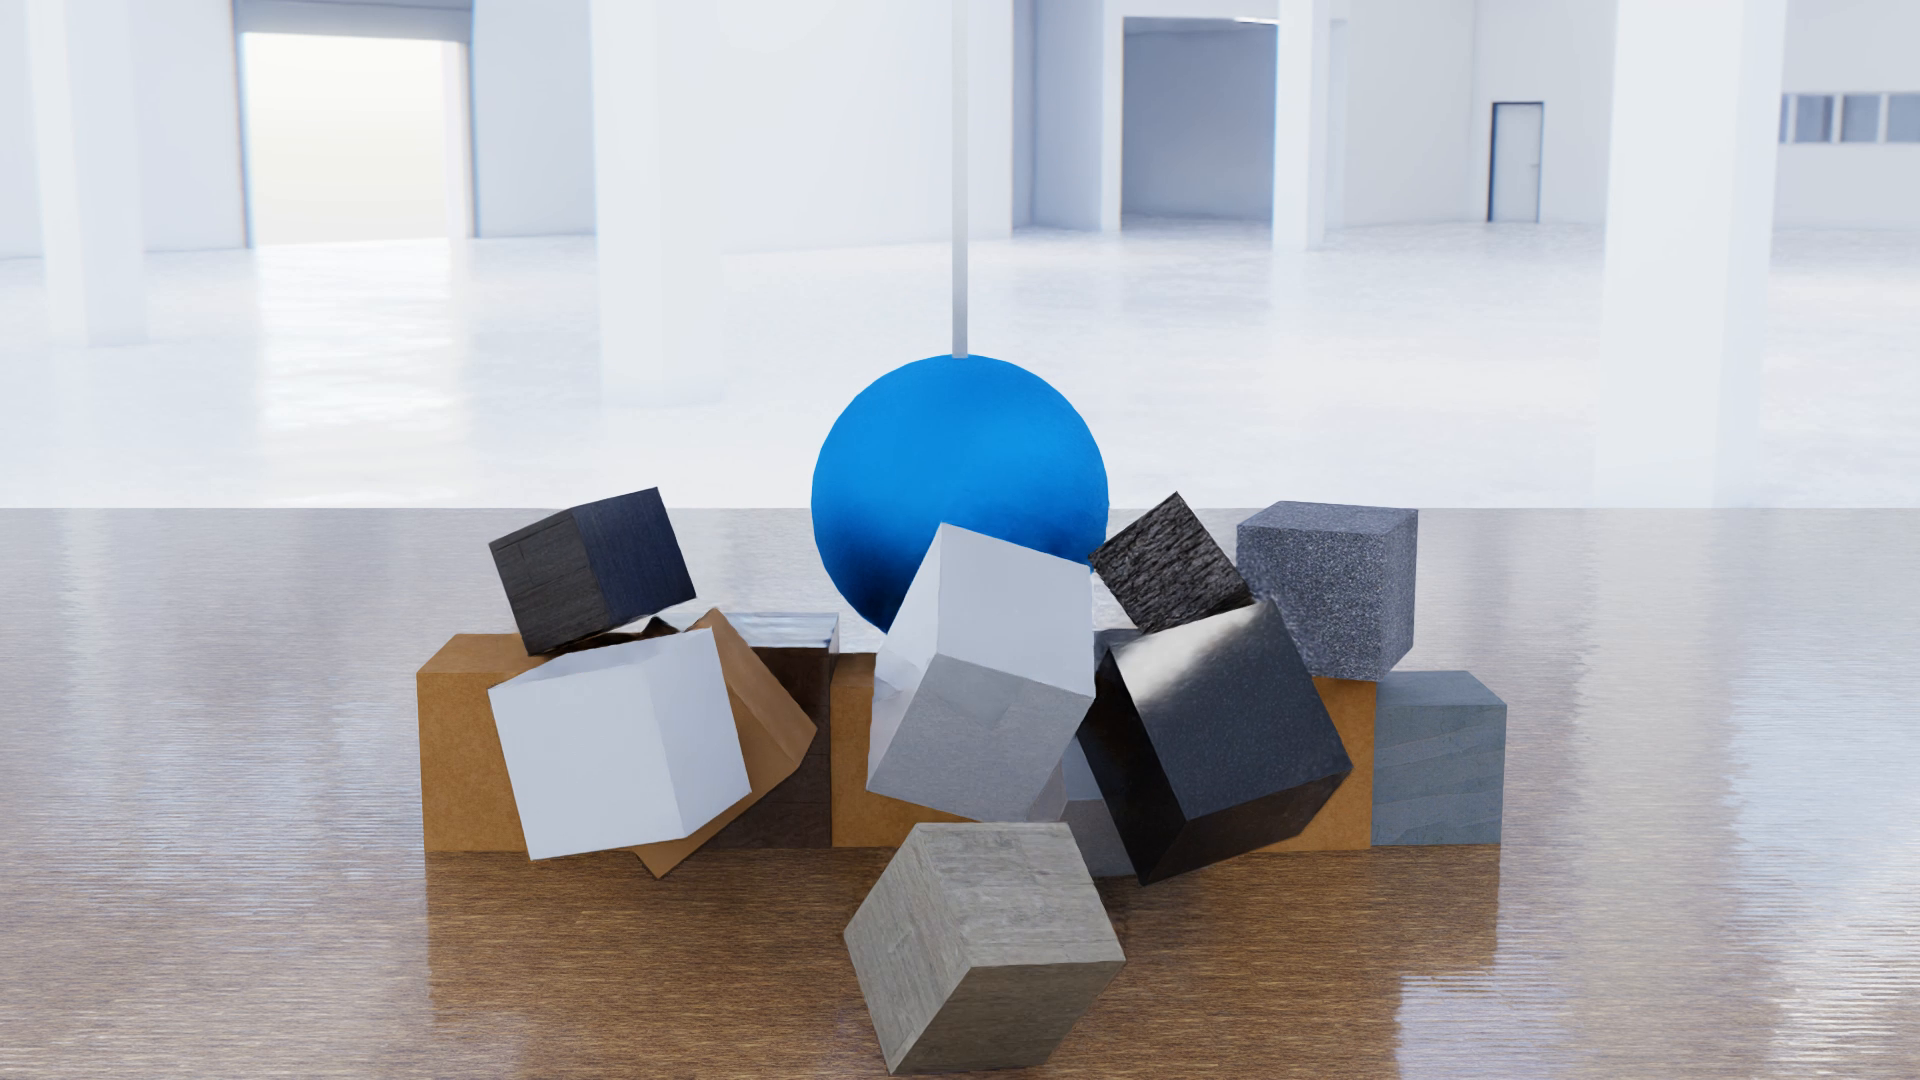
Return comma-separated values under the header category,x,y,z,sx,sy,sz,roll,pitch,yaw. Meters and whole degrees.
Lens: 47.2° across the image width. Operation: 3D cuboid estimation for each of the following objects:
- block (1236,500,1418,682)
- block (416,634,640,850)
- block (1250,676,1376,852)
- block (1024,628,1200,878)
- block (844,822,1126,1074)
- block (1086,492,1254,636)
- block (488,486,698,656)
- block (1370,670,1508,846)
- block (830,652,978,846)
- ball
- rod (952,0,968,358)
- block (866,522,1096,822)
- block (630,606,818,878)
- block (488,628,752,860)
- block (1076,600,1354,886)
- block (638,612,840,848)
category,x,y,z,sx,sy,sz,roll,pitch,yaw
block,1.855,0.240,11.102,0.727,0.724,0.819,4,11,22
block,-2.154,1.027,11.358,1.056,0.916,0.876,0,10,0
block,1.555,1.029,11.343,0.938,0.916,0.881,-1,10,-5
block,0.770,1.018,10.439,0.851,0.845,0.953,-2,-30,-11
block,0.079,1.528,8.271,0.670,0.703,0.629,4,44,-31
block,0.968,0.198,9.971,0.497,0.525,0.552,-36,-19,2
block,-1.884,0.158,11.317,0.600,0.615,0.693,-21,-1,32
block,2.377,1.117,11.399,0.683,0.723,0.722,-1,10,-3
block,-0.237,1.071,11.360,0.813,0.827,0.737,0,10,0
ball,0.000,-0.193,11.764,1.600,1.600,1.600,0,10,0
rod,0.000,-3.459,10.820,0.080,5.200,0.080,0,16,0
block,0.083,0.577,9.262,0.676,0.845,0.802,17,39,-12
block,-1.289,0.940,10.403,0.846,0.780,0.768,-39,5,8
block,-1.449,0.867,9.445,0.742,0.749,0.676,-11,6,20
block,1.071,0.883,9.539,0.784,0.819,0.792,-15,-24,-18
block,-1.131,0.966,11.354,0.973,1.037,0.821,0,10,0
